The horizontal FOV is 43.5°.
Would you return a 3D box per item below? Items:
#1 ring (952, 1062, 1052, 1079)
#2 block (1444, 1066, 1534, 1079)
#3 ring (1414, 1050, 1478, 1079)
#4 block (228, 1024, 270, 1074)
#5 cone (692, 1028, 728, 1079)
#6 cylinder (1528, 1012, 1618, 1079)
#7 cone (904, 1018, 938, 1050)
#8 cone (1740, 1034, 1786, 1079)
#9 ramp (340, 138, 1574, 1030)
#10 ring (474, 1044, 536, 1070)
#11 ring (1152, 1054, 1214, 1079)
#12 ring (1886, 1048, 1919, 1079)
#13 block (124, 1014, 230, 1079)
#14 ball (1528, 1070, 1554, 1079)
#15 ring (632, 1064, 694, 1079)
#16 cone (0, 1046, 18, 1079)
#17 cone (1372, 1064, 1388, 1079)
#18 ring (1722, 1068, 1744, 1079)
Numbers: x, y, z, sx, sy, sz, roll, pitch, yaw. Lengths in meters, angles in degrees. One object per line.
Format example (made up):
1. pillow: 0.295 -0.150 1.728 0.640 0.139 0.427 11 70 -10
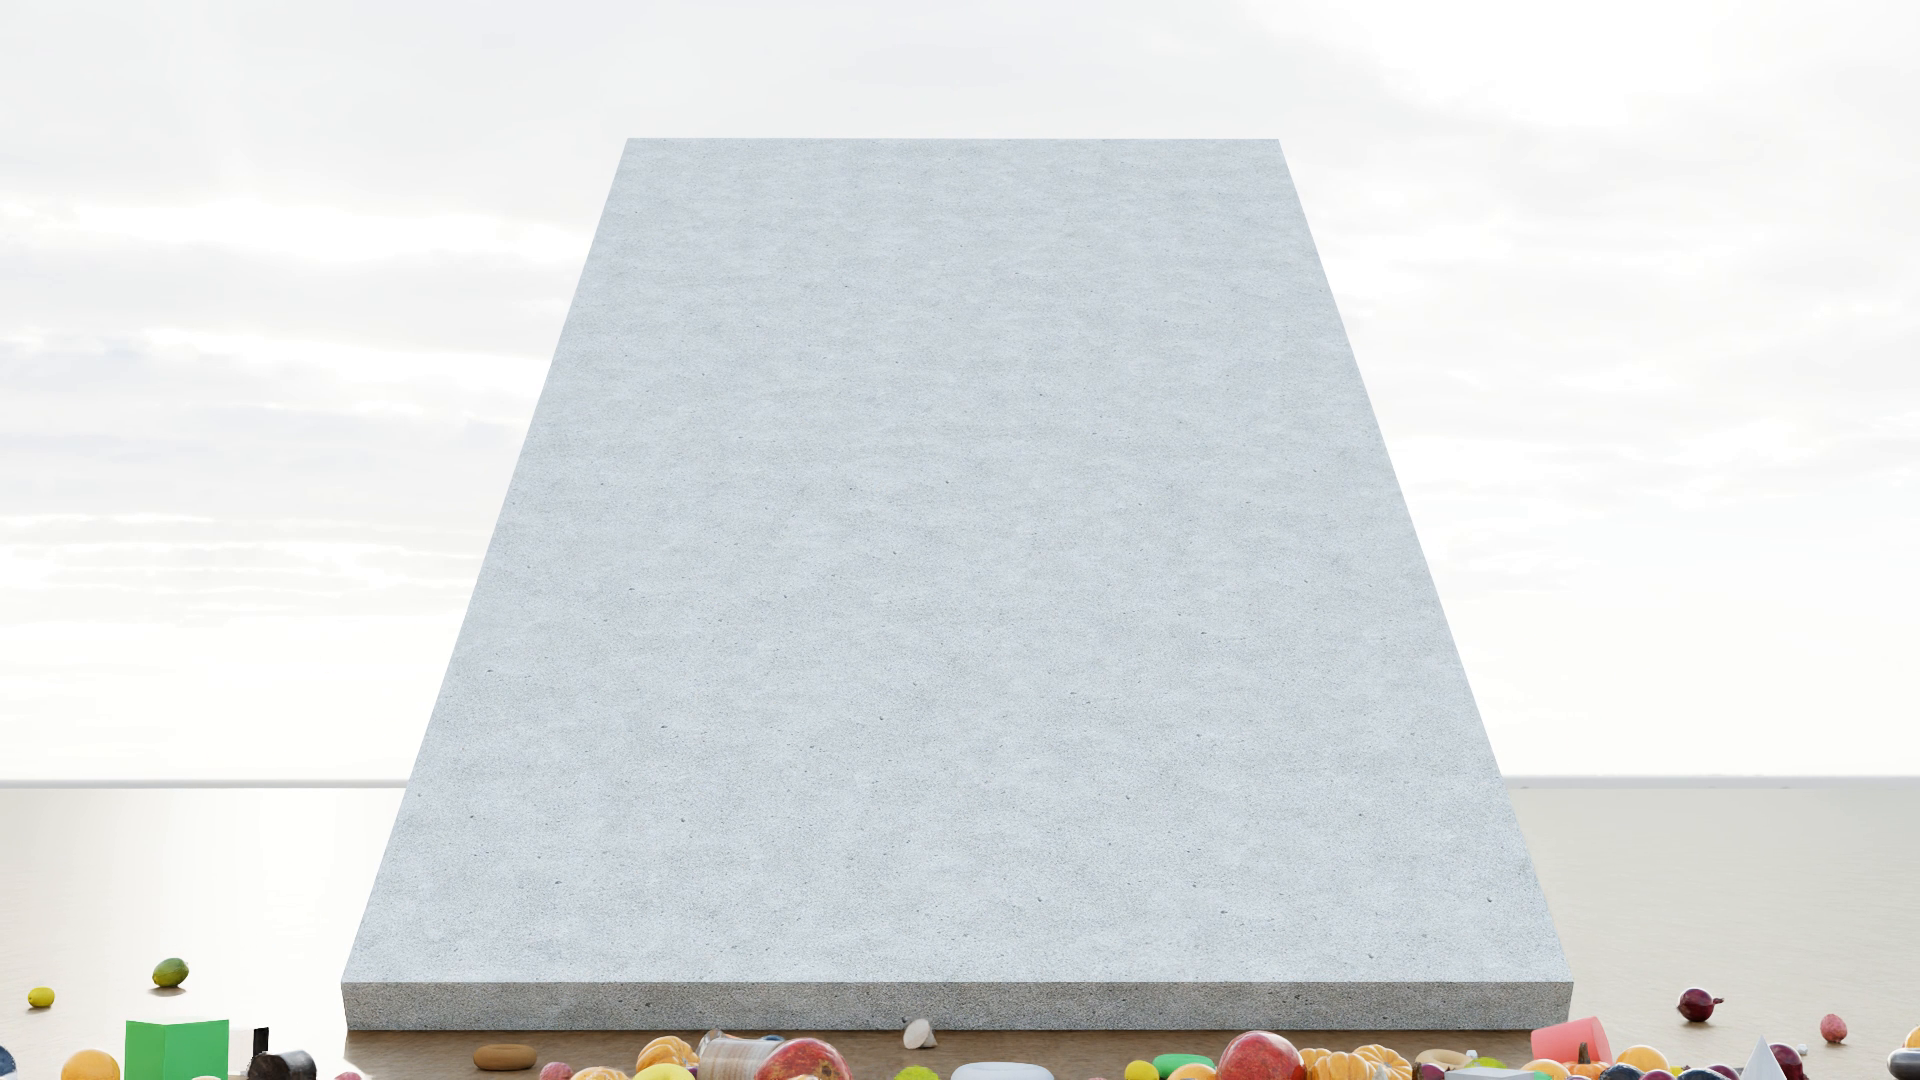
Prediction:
1. ring: 0.054 0.692 3.059 0.134 0.045 0.134 1 -6 0
2. block: 0.607 0.646 2.751 0.074 0.074 0.074 -5 -8 42
3. ring: 0.656 0.710 3.232 0.089 0.030 0.089 7 8 -1
4. block: -1.015 0.715 3.374 0.061 0.061 0.061 -2 -6 22
5. cone: -0.285 0.687 3.107 0.091 0.091 0.091 21 -16 -30
6. cylinder: 0.800 0.671 3.139 0.082 0.082 0.082 -35 -23 27
7. cone: -0.050 0.765 3.678 0.051 0.051 0.051 -6 -35 45
8. cone: 1.027 0.674 3.075 0.084 0.084 0.084 0 -6 0
9. ramp: -0.012 -0.216 5.665 2.000 0.100 4.000 0 29 0
10. ring: -0.646 0.735 3.415 0.089 0.030 0.089 1 -4 0
11. ring: 0.307 0.725 3.304 0.087 0.029 0.087 1 -6 0
12. ring: 1.326 0.714 3.265 0.126 0.042 0.126 0 -7 0
13. block: -1.026 0.676 3.148 0.094 0.094 0.094 -5 -7 40
14. ball: 0.667 0.652 2.795 0.070 0.070 0.070 0 -6 0
15. ring: -0.354 0.658 2.840 0.091 0.030 0.091 -7 37 5
16. cone: -1.262 0.696 3.071 0.086 0.086 0.086 4 -34 -38
17. cone: 0.484 0.643 2.766 0.082 0.082 0.082 0 -6 0
18. ring: 1.048 0.712 3.173 0.081 0.027 0.081 -1 -7 0
